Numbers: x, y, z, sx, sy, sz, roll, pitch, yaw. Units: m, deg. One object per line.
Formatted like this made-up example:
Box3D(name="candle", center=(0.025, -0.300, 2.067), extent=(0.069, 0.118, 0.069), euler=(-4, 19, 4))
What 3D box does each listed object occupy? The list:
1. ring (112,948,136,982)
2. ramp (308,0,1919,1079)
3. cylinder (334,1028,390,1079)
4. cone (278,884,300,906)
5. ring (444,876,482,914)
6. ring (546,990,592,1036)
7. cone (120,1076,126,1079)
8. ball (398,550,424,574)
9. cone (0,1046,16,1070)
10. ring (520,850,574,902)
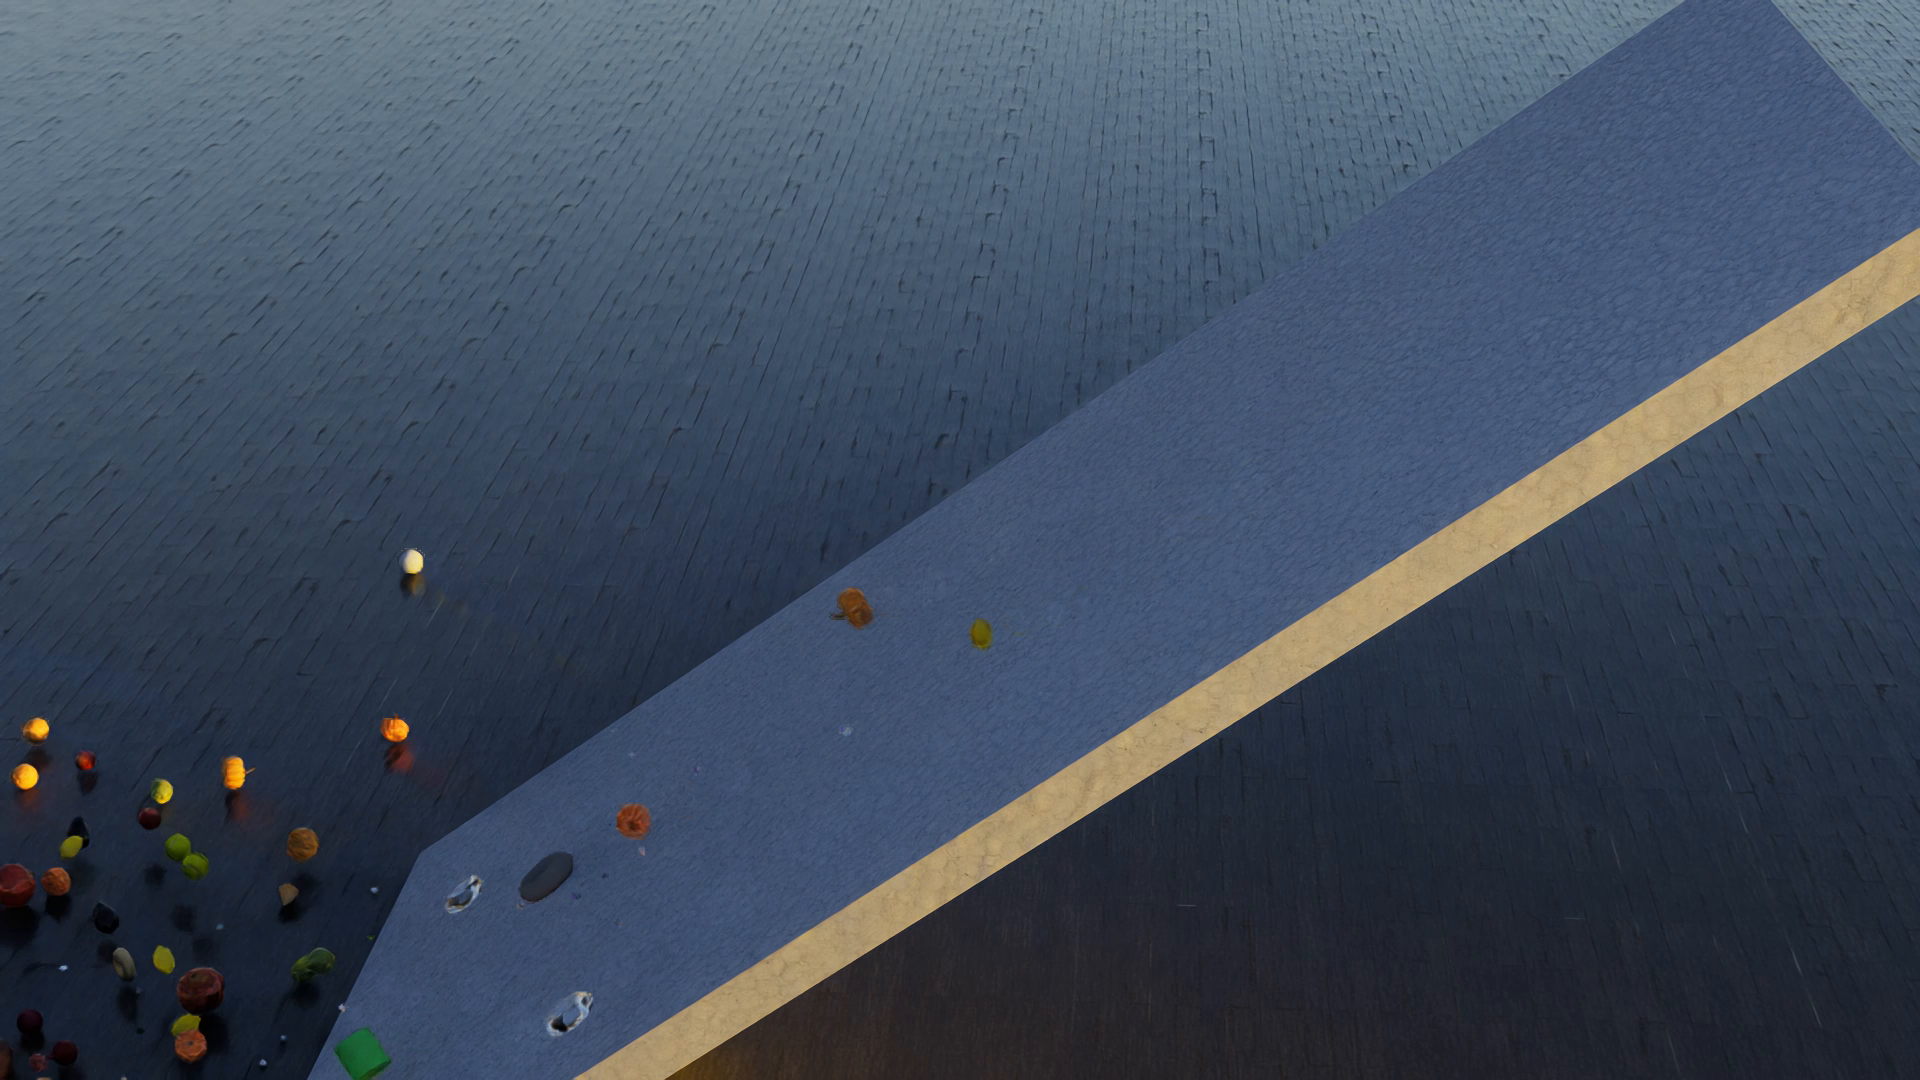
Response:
Box3D(name="ring", center=(-2.073, 1.054, 7.295), extent=(0.030, 0.090, 0.090), euler=(-23, 31, -34))
Box3D(name="ramp", center=(0.131, 0.178, 6.317), extent=(4.000, 0.100, 2.000), euler=(-34, 16, 16))
Box3D(name="cylinder", center=(-1.283, 1.108, 6.315), extent=(0.086, 0.086, 0.086), euler=(-24, 72, -45))
Box3D(name="cone", center=(-1.755, 0.936, 7.664), extent=(0.056, 0.056, 0.056), euler=(0, 36, 1))
Box3D(name="ring", center=(-1.202, 0.858, 7.118), extent=(0.112, 0.037, 0.112), euler=(-36, 17, 13))
Box3D(name="ring", center=(-0.787, 0.952, 5.919), extent=(0.111, 0.037, 0.111), euler=(-34, 16, 11))
Box3D(name="cone", center=(-1.876, 1.277, 6.704), extent=(0.090, 0.090, 0.090), euler=(13, 22, -2))
Box3D(name="ball", center=(-1.817, 0.073, 9.731), extent=(0.082, 0.082, 0.082), euler=(0, 22, 0))
Box3D(name="cone", center=(-2.272, 1.211, 6.948), extent=(0.058, 0.058, 0.058), euler=(32, 12, -22))
Box3D(name="ring", center=(-0.952, 0.774, 6.774), extent=(0.146, 0.049, 0.146), euler=(-36, 15, 11))
